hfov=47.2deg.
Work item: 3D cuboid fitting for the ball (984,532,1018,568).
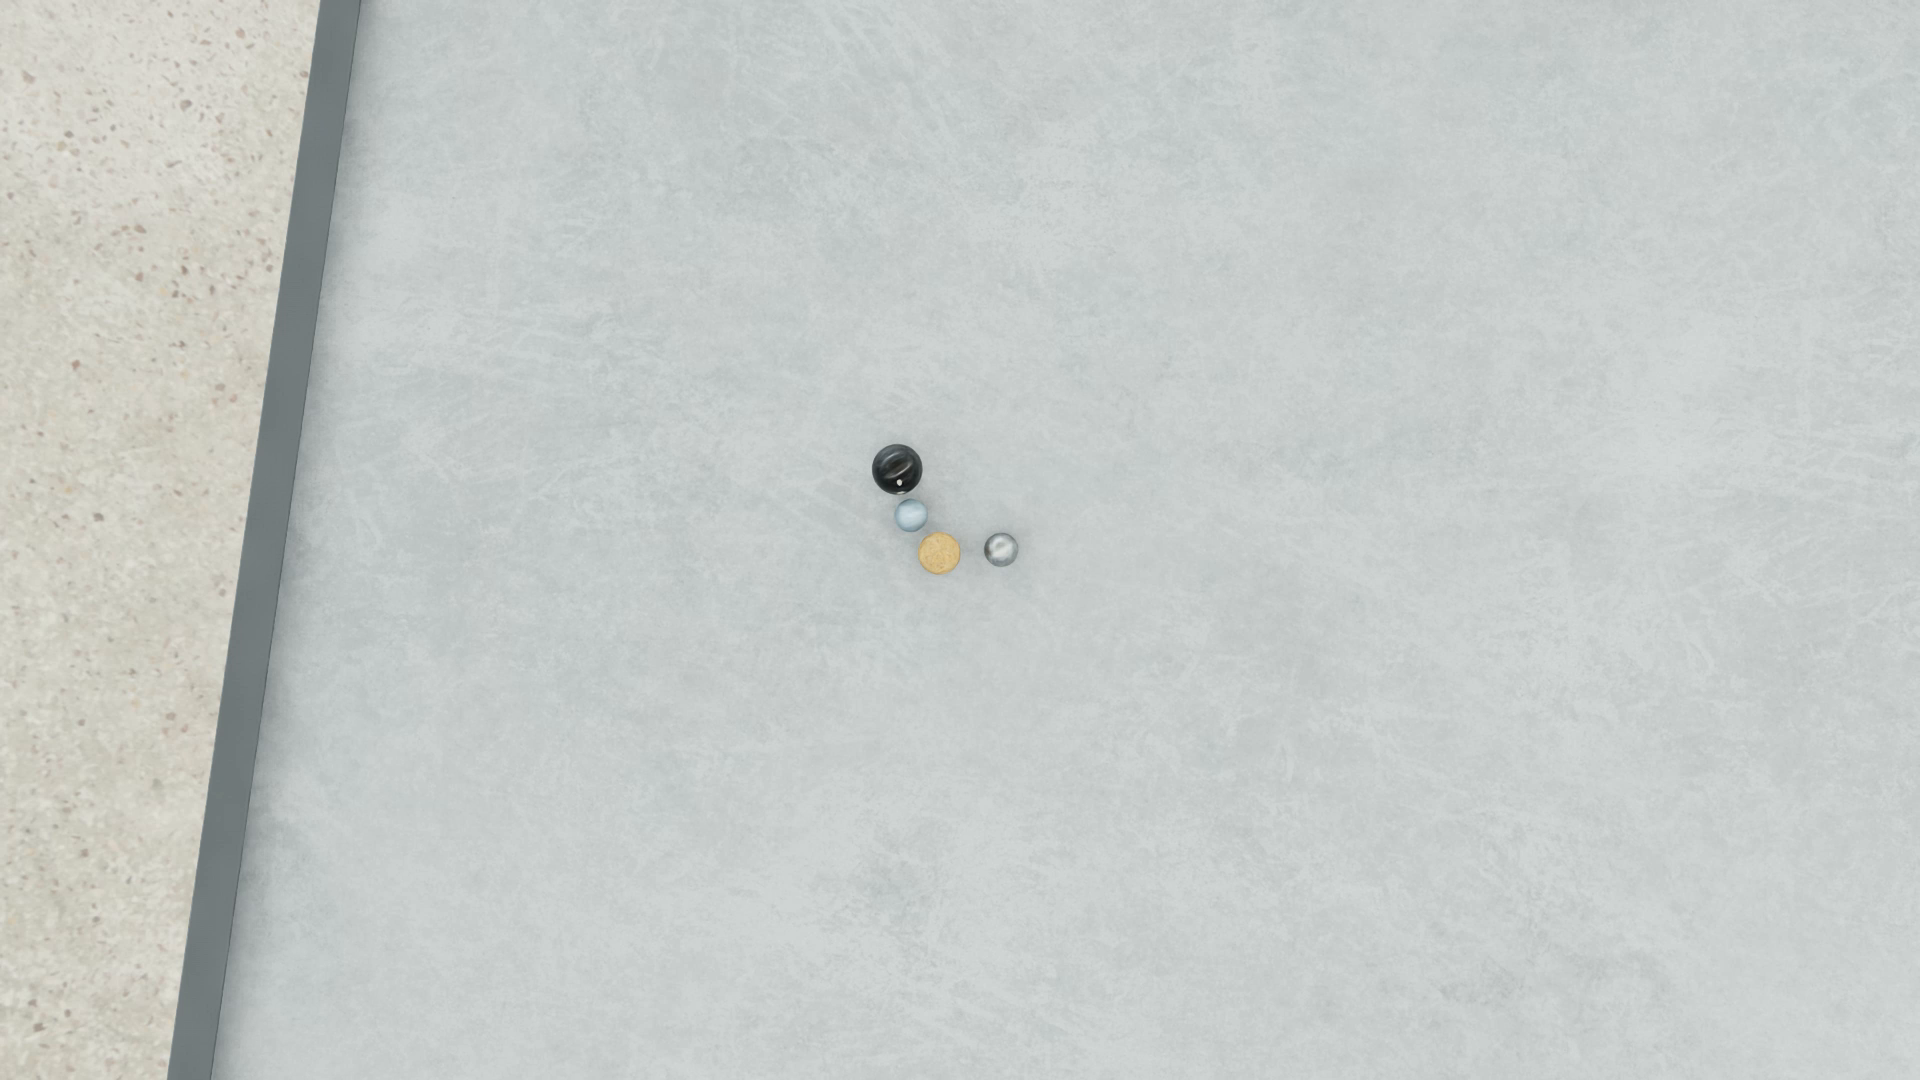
[{"bbox_3d":[0.061,0.015,3.274,0.052,0.052,0.052,0,82,0],"label":"ball"}]

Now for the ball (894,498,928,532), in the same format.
[{"bbox_3d":[-0.073,-0.037,3.282,0.050,0.050,0.050,0,82,0],"label":"ball"}]

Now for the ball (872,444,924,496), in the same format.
[{"bbox_3d":[-0.093,-0.105,3.279,0.077,0.077,0.077,0,82,0],"label":"ball"}]

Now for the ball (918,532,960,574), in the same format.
[{"bbox_3d":[-0.031,0.020,3.267,0.064,0.064,0.064,0,82,0],"label":"ball"}]

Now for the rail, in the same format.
[{"bbox_3d":[-1.010,-0.097,3.265,0.045,0.100,2.166,5,82,1],"label":"rail"}]
